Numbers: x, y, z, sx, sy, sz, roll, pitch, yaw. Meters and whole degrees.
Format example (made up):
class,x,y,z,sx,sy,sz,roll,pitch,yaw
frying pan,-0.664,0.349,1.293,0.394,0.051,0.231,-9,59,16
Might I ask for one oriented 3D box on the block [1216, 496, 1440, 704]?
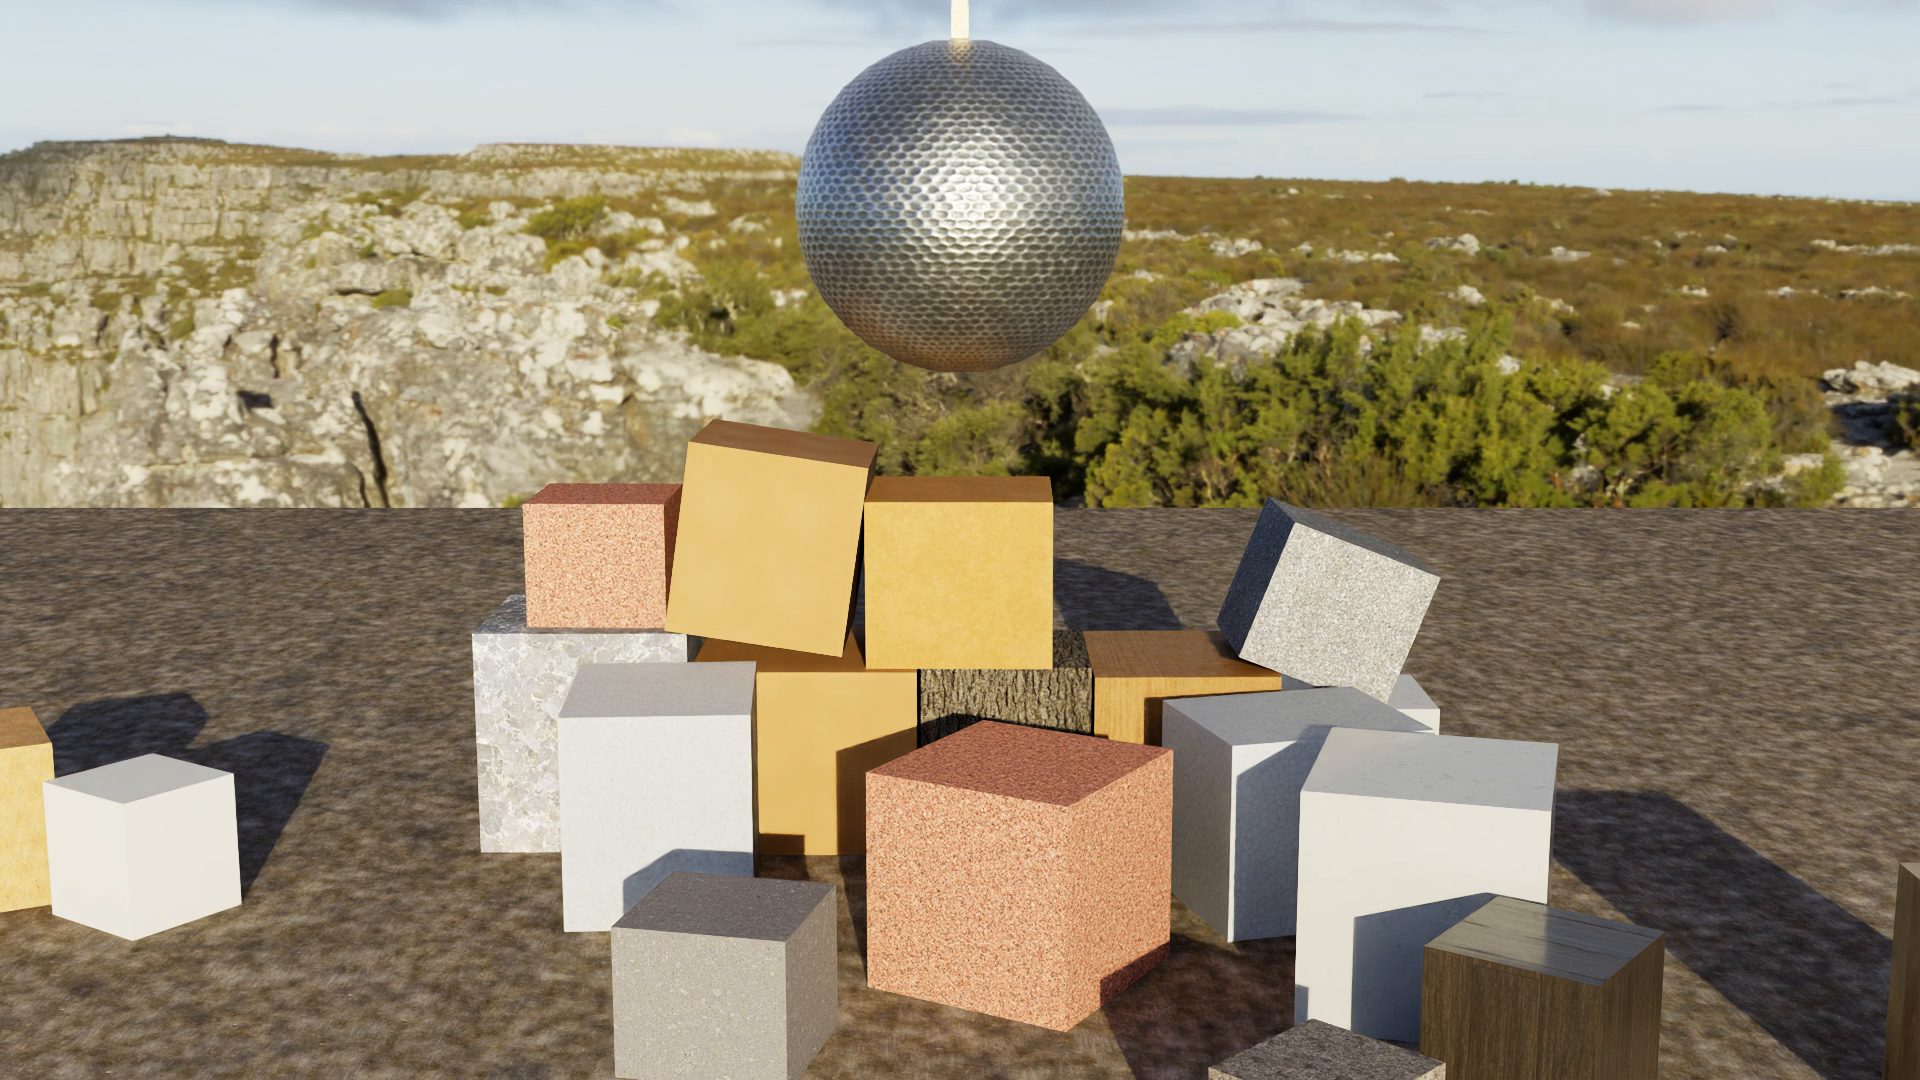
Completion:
class,x,y,z,sx,sy,sz,roll,pitch,yaw
block,1.859,0.310,11.231,0.780,0.724,0.801,21,9,-5

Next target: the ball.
class,x,y,z,sx,sy,sz,roll,pitch,yaw
ball,0.000,-1.612,10.657,1.600,1.600,1.600,0,10,0

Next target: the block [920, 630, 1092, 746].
class,x,y,z,sx,sy,sz,roll,pitch,yaw
block,0.229,1.015,11.370,0.845,0.935,0.860,0,10,0

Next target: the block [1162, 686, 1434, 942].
class,x,y,z,sx,sy,sz,roll,pitch,yaw
block,1.544,1.245,10.204,0.979,0.899,0.838,-3,11,-16

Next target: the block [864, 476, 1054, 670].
class,x,y,z,sx,sy,sz,roll,pitch,yaw
block,0.003,0.151,11.193,0.920,0.832,0.847,0,10,1

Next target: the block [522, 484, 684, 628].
class,x,y,z,sx,sy,sz,roll,pitch,yaw
block,-1.799,0.069,11.205,0.695,0.621,0.669,0,10,1

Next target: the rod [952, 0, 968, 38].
class,x,y,z,sx,sy,sz,roll,pitch,yaw
rod,0.000,-4.978,10.176,0.080,5.200,0.080,0,8,0

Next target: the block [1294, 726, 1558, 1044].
class,x,y,z,sx,sy,sz,roll,pitch,yaw
block,1.934,1.409,9.051,0.950,0.989,0.997,3,11,16

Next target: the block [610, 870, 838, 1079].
class,x,y,z,sx,sy,sz,roll,pitch,yaw
block,-0.900,1.701,8.535,0.684,0.599,0.661,2,11,13

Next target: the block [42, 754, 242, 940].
class,x,y,z,sx,sy,sz,roll,pitch,yaw
block,-3.758,1.398,10.116,0.603,0.631,0.579,7,12,34

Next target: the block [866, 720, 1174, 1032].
class,x,y,z,sx,sy,sz,roll,pitch,yaw
block,0.263,1.386,9.331,0.941,0.934,0.967,6,12,30

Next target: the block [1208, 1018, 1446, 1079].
class,x,y,z,sx,sy,sz,roll,pitch,yaw
block,1.199,1.974,7.219,0.529,0.533,0.573,10,14,44

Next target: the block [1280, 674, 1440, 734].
class,x,y,z,sx,sy,sz,roll,pitch,yaw
block,1.986,1.128,11.385,0.813,0.708,0.728,0,10,0

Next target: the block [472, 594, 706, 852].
class,x,y,z,sx,sy,sz,roll,pitch,yaw
block,-1.869,0.926,11.354,1.051,1.117,0.946,0,10,0

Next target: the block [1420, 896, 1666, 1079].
class,x,y,z,sx,sy,sz,roll,pitch,yaw
block,2.107,1.765,7.969,0.642,0.675,0.659,8,13,36

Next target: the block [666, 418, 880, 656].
class,x,y,z,sx,sy,sz,roll,pitch,yaw
block,-0.935,-0.031,11.159,0.877,0.945,0.922,8,10,0

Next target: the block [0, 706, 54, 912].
class,x,y,z,sx,sy,sz,roll,pitch,yaw
block,-4.669,1.283,10.359,0.683,0.769,0.768,-6,12,-29

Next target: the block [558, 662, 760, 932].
class,x,y,z,sx,sy,sz,roll,pitch,yaw
block,-1.388,1.177,10.327,0.850,0.990,1.029,-1,10,-4

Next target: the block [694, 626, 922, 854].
class,x,y,z,sx,sy,sz,roll,pitch,yaw
block,-0.771,1.015,11.376,1.120,0.932,1.041,0,10,0

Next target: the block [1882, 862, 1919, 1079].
class,x,y,z,sx,sy,sz,roll,pitch,yaw
block,3.886,1.713,7.658,0.902,0.890,0.982,0,10,2

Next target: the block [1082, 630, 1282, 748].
class,x,y,z,sx,sy,sz,roll,pitch,yaw
block,1.114,1.027,11.385,0.915,0.907,1.048,0,10,-1
